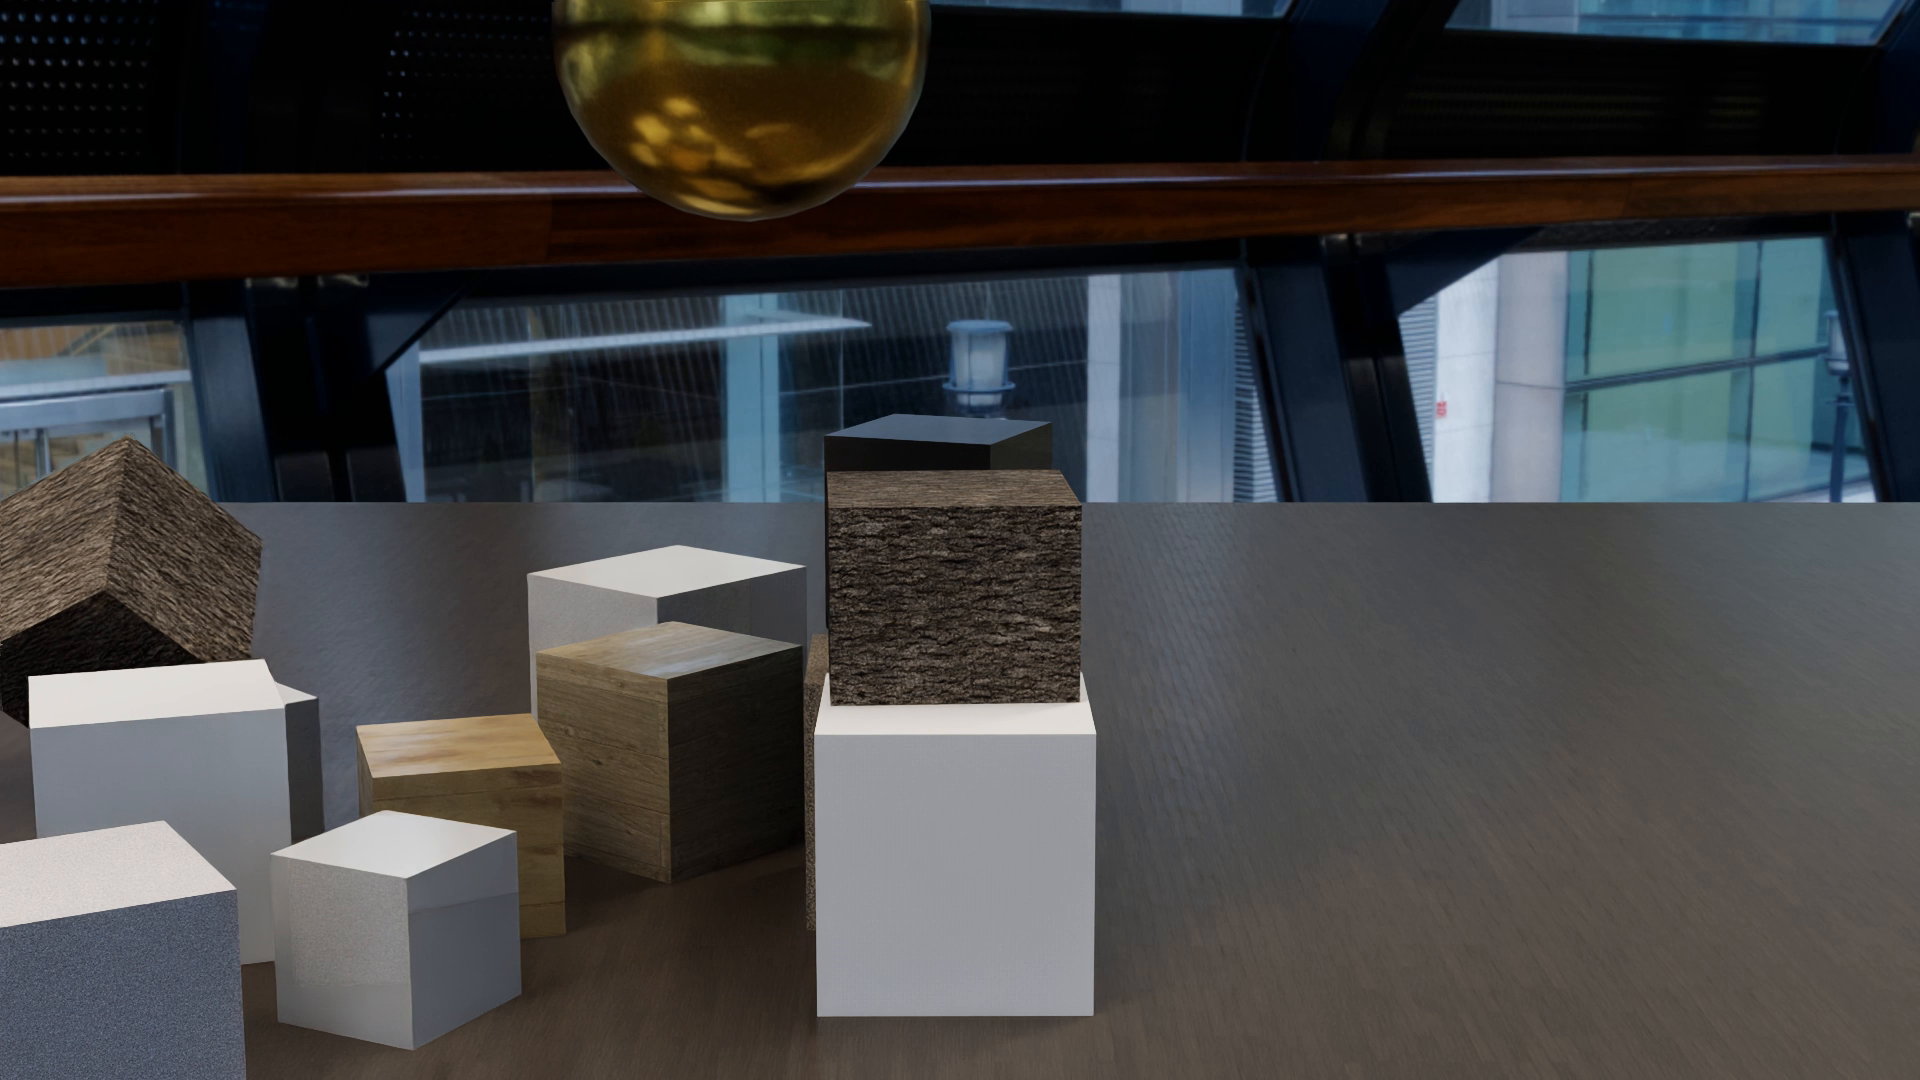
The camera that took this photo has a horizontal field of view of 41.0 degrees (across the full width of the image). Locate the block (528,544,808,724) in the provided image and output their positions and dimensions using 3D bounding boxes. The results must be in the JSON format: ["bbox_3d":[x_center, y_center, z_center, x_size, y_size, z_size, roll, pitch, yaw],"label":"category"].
[{"bbox_3d":[-1.503,0.640,13.284,0.957,0.988,1.059,9,13,39],"label":"block"}]

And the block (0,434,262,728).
[{"bbox_3d":[-4.302,0.320,12.969,1.030,0.986,1.026,-24,46,18],"label":"block"}]

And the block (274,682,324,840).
[{"bbox_3d":[-3.513,1.054,11.945,0.807,0.653,0.719,-9,14,-41],"label":"block"}]

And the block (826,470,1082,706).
[{"bbox_3d":[-0.043,0.174,10.308,0.968,0.777,0.908,-1,10,-3],"label":"block"}]

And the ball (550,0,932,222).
[{"bbox_3d":[-0.916,-2.145,10.790,1.600,1.600,1.600,0,10,0],"label":"ball"}]

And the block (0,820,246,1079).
[{"bbox_3d":[-3.030,1.542,8.736,0.914,0.841,0.930,-6,12,-31],"label":"block"}]

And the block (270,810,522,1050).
[{"bbox_3d":[-2.125,1.460,9.709,0.638,0.654,0.654,5,12,26],"label":"block"}]

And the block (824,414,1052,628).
[{"bbox_3d":[-0.094,-0.077,12.268,0.831,0.919,0.834,4,11,21],"label":"block"}]

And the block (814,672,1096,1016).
[{"bbox_3d":[-0.020,1.169,10.069,1.043,1.097,0.987,0,10,0],"label":"block"}]

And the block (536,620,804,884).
[{"bbox_3d":[-1.321,0.949,11.768,0.844,0.923,0.865,8,13,38],"label":"block"}]

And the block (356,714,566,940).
[{"bbox_3d":[-2.117,1.216,10.831,0.752,0.732,0.870,-3,11,-17],"label":"block"}]

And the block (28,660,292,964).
[{"bbox_3d":[-3.267,1.124,10.485,0.950,1.036,0.913,-4,11,-20],"label":"block"}]

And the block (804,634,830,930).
[{"bbox_3d":[-0.133,1.019,11.025,1.025,1.051,0.936,0,10,-1],"label":"block"}]
